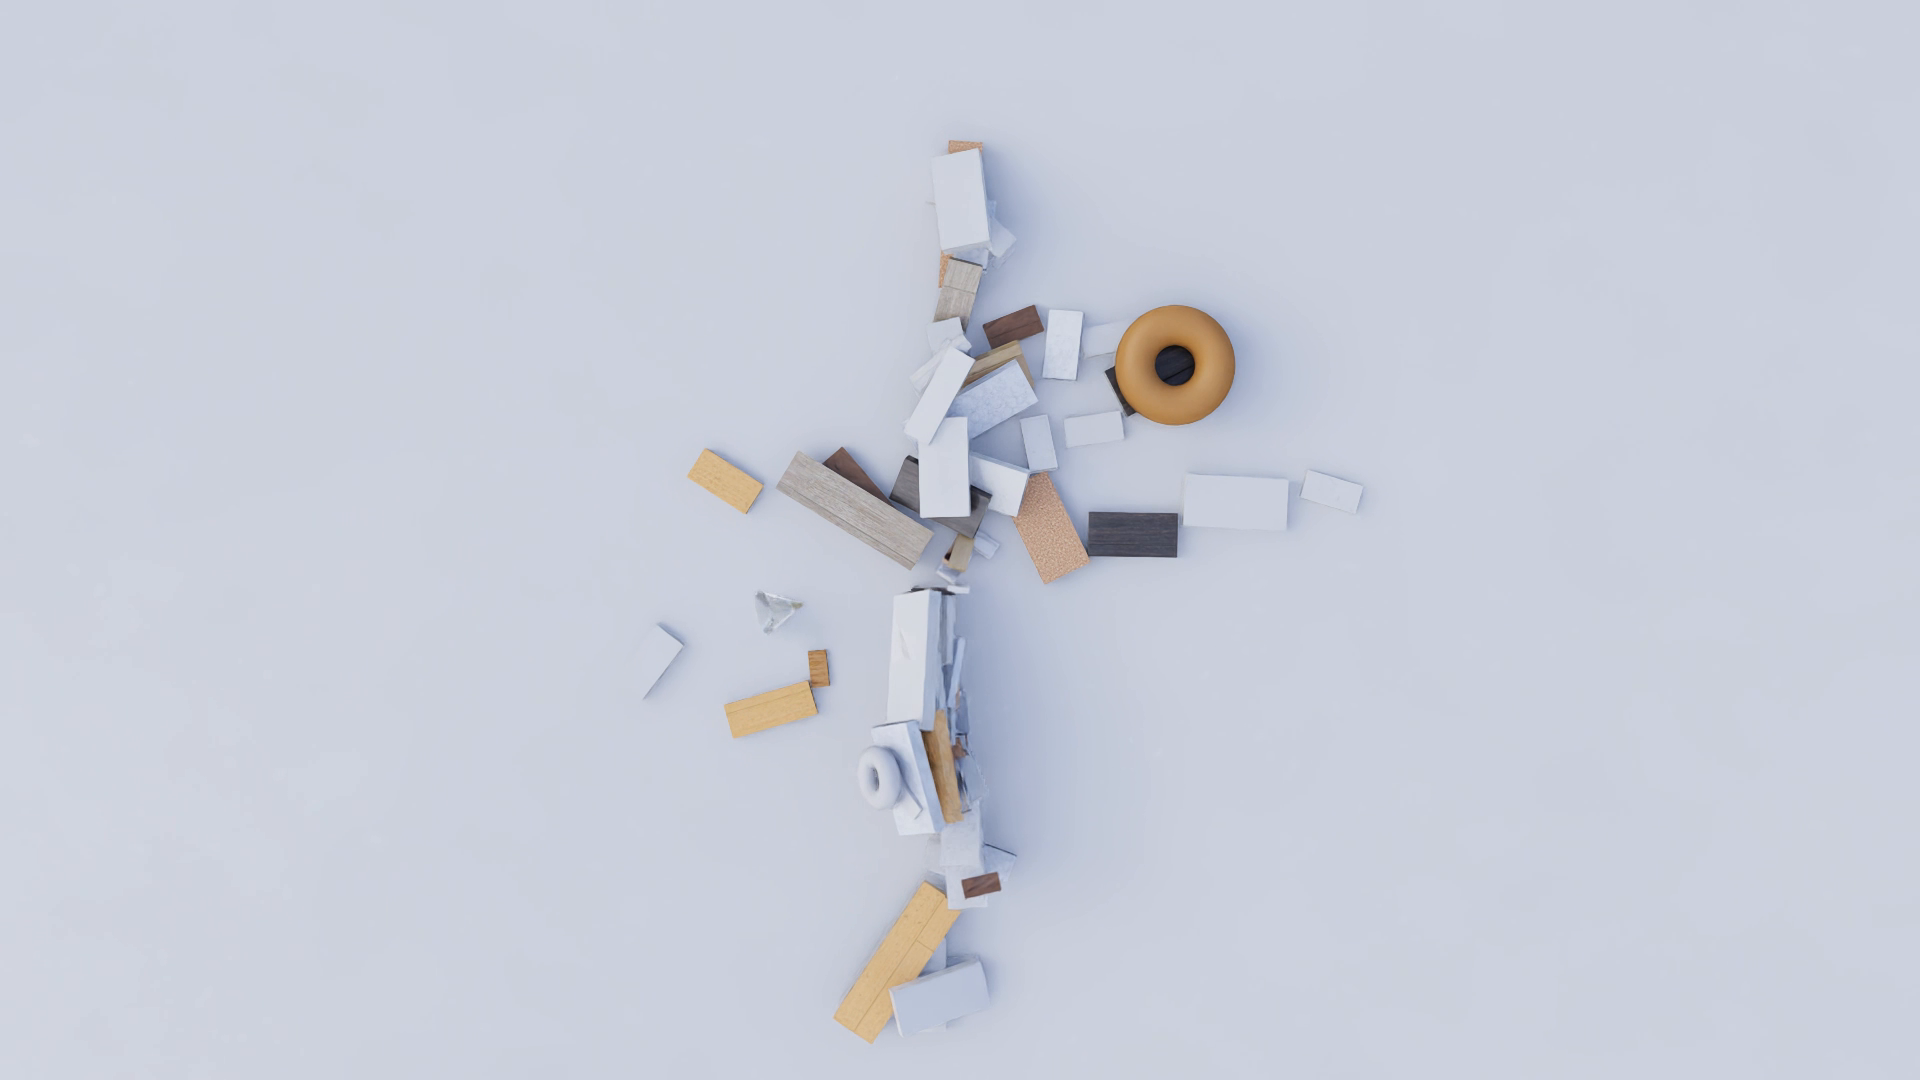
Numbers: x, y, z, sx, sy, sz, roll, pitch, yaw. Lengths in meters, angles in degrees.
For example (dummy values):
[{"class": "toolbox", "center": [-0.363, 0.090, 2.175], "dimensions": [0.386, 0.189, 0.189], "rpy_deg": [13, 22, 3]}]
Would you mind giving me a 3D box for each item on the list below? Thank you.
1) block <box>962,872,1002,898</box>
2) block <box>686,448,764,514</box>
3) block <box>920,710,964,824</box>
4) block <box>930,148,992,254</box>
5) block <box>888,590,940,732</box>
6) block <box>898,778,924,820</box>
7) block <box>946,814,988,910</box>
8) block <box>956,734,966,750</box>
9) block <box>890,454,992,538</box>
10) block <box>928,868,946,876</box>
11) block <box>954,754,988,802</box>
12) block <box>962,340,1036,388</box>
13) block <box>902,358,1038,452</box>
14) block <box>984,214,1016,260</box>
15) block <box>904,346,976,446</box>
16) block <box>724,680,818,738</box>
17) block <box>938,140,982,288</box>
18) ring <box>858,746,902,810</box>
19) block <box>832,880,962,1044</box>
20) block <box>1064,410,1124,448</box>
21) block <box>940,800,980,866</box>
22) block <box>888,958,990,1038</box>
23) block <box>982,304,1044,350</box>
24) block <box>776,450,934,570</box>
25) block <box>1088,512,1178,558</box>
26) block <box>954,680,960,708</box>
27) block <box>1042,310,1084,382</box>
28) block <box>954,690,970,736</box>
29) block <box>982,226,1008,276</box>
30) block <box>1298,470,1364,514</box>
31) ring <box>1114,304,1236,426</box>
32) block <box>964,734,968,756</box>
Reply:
[{"class": "block", "center": [0.069, 1.110, 5.305], "dimensions": [0.121, 0.017, 0.061], "rpy_deg": [-14, 76, 5]}, {"class": "block", "center": [-0.779, -0.195, 5.484], "dimensions": [0.230, 0.033, 0.115], "rpy_deg": [33, 90, 0]}, {"class": "block", "center": [-0.096, 0.742, 5.335], "dimensions": [0.051, 0.179, 0.358], "rpy_deg": [-1, 77, -43]}, {"class": "block", "center": [0.005, -1.103, 5.375], "dimensions": [0.160, 0.045, 0.326], "rpy_deg": [-10, 76, 12]}, {"class": "block", "center": [-0.150, 0.397, 5.366], "dimensions": [0.051, 0.179, 0.453], "rpy_deg": [14, 73, -39]}, {"class": "block", "center": [-0.165, 0.827, 5.254], "dimensions": [0.122, 0.017, 0.061], "rpy_deg": [52, 133, 23]}, {"class": "block", "center": [0.012, 0.994, 5.368], "dimensions": [0.125, 0.035, 0.398], "rpy_deg": [-6, 76, 5]}, {"class": "block", "center": [-0.018, 0.633, 5.476], "dimensions": [0.065, 0.018, 0.130], "rpy_deg": [-7, 76, 0]}, {"class": "block", "center": [-0.064, -0.142, 5.431], "dimensions": [0.310, 0.044, 0.155], "rpy_deg": [26, 114, 6]}, {"class": "block", "center": [-0.037, 1.014, 5.437], "dimensions": [0.089, 0.025, 0.177], "rpy_deg": [13, 79, 9]}, {"class": "block", "center": [0.033, 0.774, 5.355], "dimensions": [0.066, 0.019, 0.146], "rpy_deg": [-22, 68, -2]}, {"class": "block", "center": [0.071, -0.523, 5.445], "dimensions": [0.320, 0.045, 0.160], "rpy_deg": [-23, 115, 0]}, {"class": "block", "center": [0.033, -0.422, 5.432], "dimensions": [0.430, 0.044, 0.155], "rpy_deg": [-29, 118, 3]}, {"class": "block", "center": [0.090, -1.010, 5.399], "dimensions": [0.175, 0.025, 0.087], "rpy_deg": [41, 90, 0]}, {"class": "block", "center": [-0.066, -0.464, 5.319], "dimensions": [0.093, 0.026, 0.314], "rpy_deg": [30, 94, 6]}, {"class": "block", "center": [-0.628, 0.563, 5.484], "dimensions": [0.291, 0.033, 0.115], "rpy_deg": [-17, 90, 0]}, {"class": "block", "center": [0.002, -1.075, 5.459], "dimensions": [0.113, 0.032, 0.485], "rpy_deg": [4, 90, 0]}, {"class": "ring", "center": [-0.258, 0.762, 5.284], "dimensions": [0.069, 0.208, 0.208], "rpy_deg": [-6, 90, -33]}, {"class": "block", "center": [-0.203, 1.389, 5.434], "dimensions": [0.155, 0.044, 0.541], "rpy_deg": [34, 90, 0]}, {"class": "block", "center": [0.444, -0.368, 5.487], "dimensions": [0.190, 0.027, 0.095], "rpy_deg": [-8, 90, 0]}, {"class": "block", "center": [0.001, 0.930, 5.347], "dimensions": [0.125, 0.035, 0.250], "rpy_deg": [-1, 77, 6]}, {"class": "block", "center": [-0.067, 1.502, 5.420], "dimensions": [0.310, 0.044, 0.155], "rpy_deg": [-15, 99, -18]}, {"class": "block", "center": [0.177, -0.705, 5.487], "dimensions": [0.185, 0.026, 0.093], "rpy_deg": [-22, 90, 0]}, {"class": "block", "center": [-0.346, -0.097, 5.437], "dimensions": [0.522, 0.042, 0.148], "rpy_deg": [31, 90, 0]}, {"class": "block", "center": [0.573, -0.018, 5.479], "dimensions": [0.295, 0.042, 0.148], "rpy_deg": [1, 90, 0]}, {"class": "block", "center": [-0.035, 0.486, 5.453], "dimensions": [0.020, 0.071, 0.142], "rpy_deg": [11, 75, -44]}, {"class": "block", "center": [0.344, -0.646, 5.469], "dimensions": [0.113, 0.032, 0.226], "rpy_deg": [6, 90, 16]}, {"class": "block", "center": [-0.009, 0.574, 5.469], "dimensions": [0.071, 0.020, 0.142], "rpy_deg": [-7, 73, 0]}, {"class": "block", "center": [0.081, -0.978, 5.488], "dimensions": [0.087, 0.025, 0.175], "rpy_deg": [26, 90, 0]}, {"class": "block", "center": [1.234, -0.160, 5.487], "dimensions": [0.190, 0.027, 0.095], "rpy_deg": [16, 90, 0]}, {"class": "ring", "center": [0.703, -0.571, 5.388], "dimensions": [0.394, 0.131, 0.394], "rpy_deg": [0, 91, 0]}, {"class": "block", "center": [-0.004, 0.712, 5.491], "dimensions": [0.065, 0.018, 0.130], "rpy_deg": [-4, 90, 0]}]
